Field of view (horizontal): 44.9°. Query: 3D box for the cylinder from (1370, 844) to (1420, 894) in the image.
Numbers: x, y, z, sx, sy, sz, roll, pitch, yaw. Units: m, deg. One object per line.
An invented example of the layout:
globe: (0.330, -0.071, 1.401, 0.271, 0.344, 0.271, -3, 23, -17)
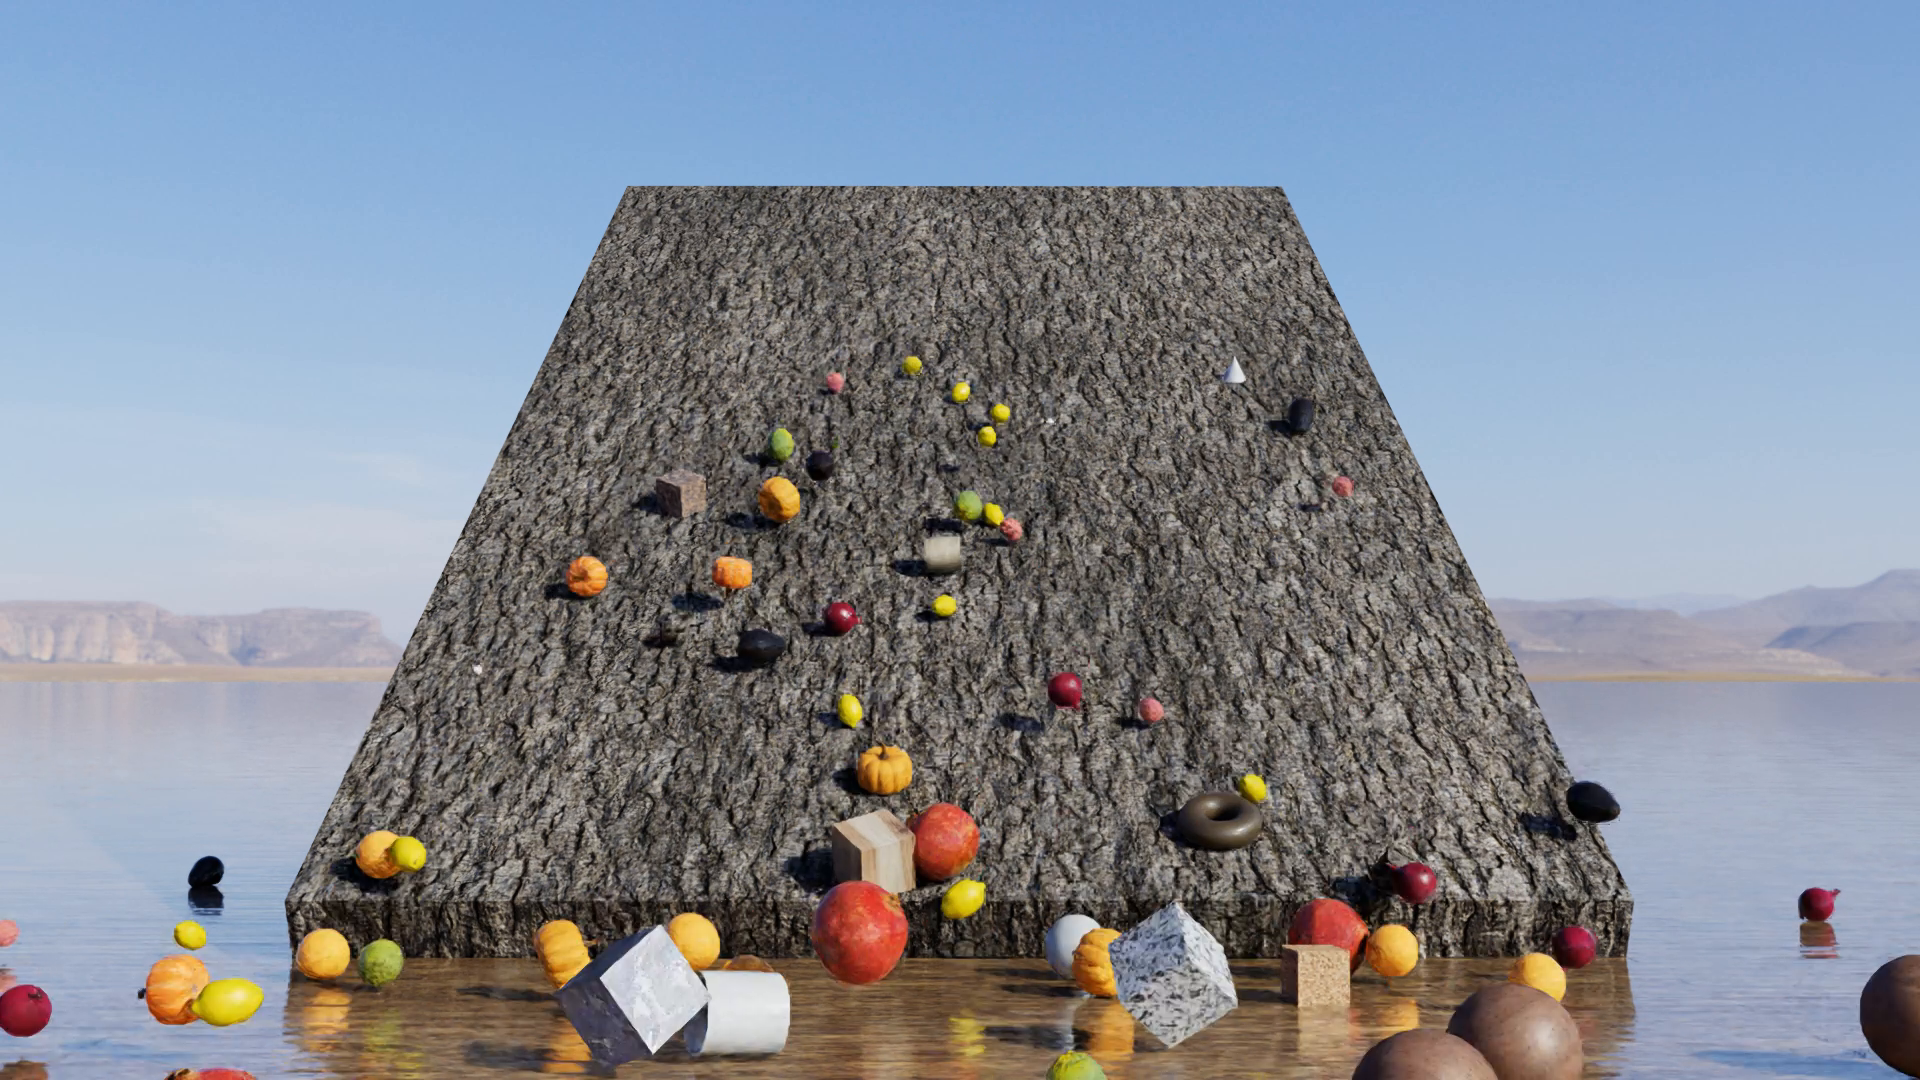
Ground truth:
cylinder: (0.645, 0.487, 3.444, 0.054, 0.054, 0.054, 2, -43, -25)

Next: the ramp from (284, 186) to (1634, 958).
ramp: (-0.008, -0.228, 5.293, 2.000, 0.100, 4.000, 0, 24, 0)

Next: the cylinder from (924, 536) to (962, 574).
cylinder: (-0.034, 0.028, 4.500, 0.069, 0.069, 0.069, -4, -3, -3)

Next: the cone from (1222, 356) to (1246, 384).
cone: (0.650, -0.409, 5.511, 0.057, 0.057, 0.057, 0, 24, 0)

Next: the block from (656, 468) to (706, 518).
block: (-0.573, -0.095, 4.779, 0.071, 0.071, 0.071, 18, 30, 35)

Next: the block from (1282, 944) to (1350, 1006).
block: (0.461, 0.565, 3.018, 0.069, 0.069, 0.069, 1, -3, -11)

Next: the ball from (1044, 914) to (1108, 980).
ball: (0.162, 0.568, 3.242, 0.090, 0.090, 0.090, 0, -3, 0)

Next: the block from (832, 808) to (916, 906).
block: (-0.128, 0.472, 3.471, 0.091, 0.091, 0.091, -14, 27, -28)

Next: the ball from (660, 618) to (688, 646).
ball: (-0.517, 0.167, 4.208, 0.052, 0.052, 0.052, 0, -3, 0)

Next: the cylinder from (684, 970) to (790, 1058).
cylinder: (-0.246, 0.520, 2.553, 0.092, 0.092, 0.092, 6, -5, -23)

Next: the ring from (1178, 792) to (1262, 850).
ring: (0.405, 0.437, 3.615, 0.130, 0.043, 0.130, -1, 24, 1)

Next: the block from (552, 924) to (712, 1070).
block: (-0.348, 0.485, 2.465, 0.098, 0.098, 0.098, -28, 8, 45)

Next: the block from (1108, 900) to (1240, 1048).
block: (0.239, 0.488, 2.611, 0.096, 0.096, 0.096, -36, 29, 16)
